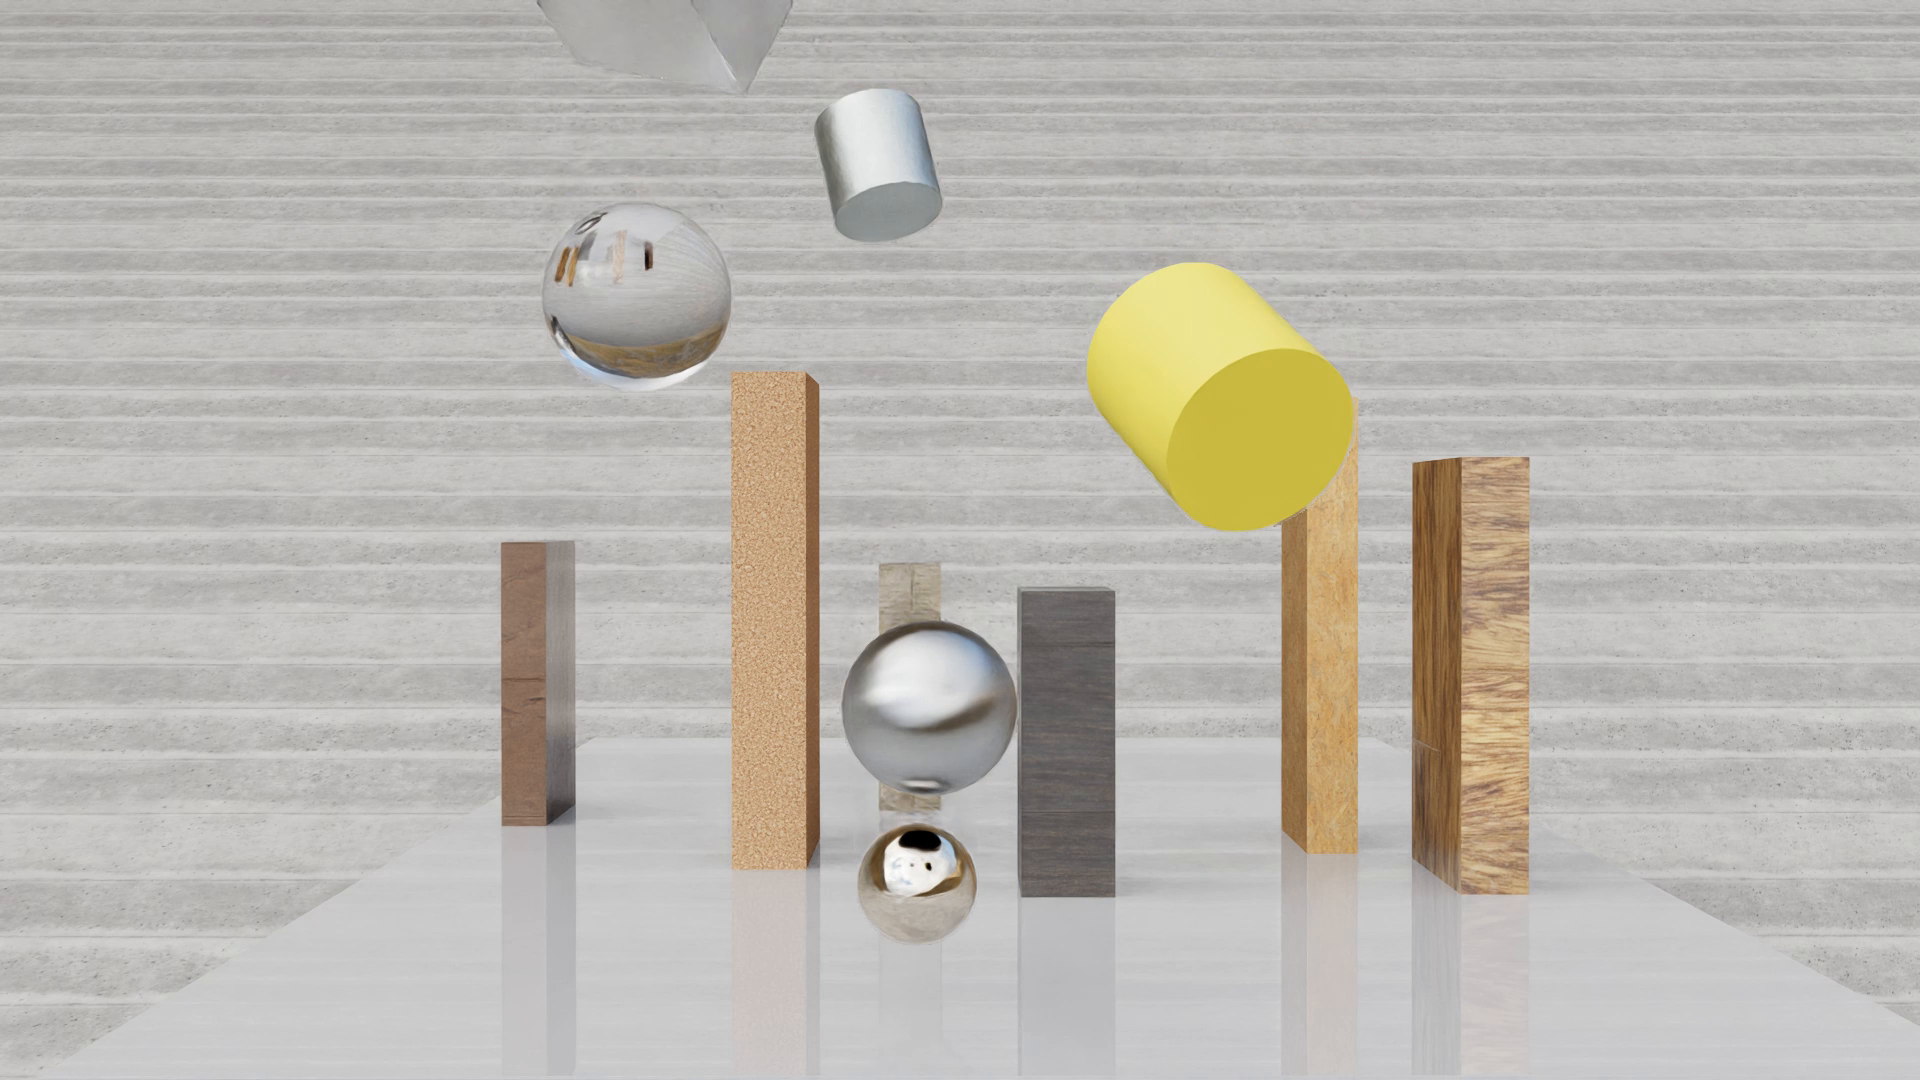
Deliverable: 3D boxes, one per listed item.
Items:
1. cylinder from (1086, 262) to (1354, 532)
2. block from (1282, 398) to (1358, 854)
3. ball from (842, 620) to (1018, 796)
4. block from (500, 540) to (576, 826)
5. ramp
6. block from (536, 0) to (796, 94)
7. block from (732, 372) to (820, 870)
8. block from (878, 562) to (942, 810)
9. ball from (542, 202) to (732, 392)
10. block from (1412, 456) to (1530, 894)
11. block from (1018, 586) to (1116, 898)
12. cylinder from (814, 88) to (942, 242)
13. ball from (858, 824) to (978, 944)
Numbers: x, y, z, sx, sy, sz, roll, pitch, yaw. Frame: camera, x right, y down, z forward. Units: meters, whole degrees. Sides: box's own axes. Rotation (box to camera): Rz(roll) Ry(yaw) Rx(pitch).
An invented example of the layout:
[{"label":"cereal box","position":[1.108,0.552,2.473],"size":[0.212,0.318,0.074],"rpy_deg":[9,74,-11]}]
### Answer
[{"label":"cylinder","position":[0.249,-0.140,2.500],"size":[0.194,0.194,0.194],"rpy_deg":[-10,33,-17]},{"label":"block","position":[0.625,0.142,4.511],"size":[0.085,0.766,0.344],"rpy_deg":[0,1,0]},{"label":"ball","position":[-0.036,0.199,3.074],"size":[0.209,0.209,0.209],"rpy_deg":[0,28,0]},{"label":"block","position":[-0.799,0.262,4.913],"size":[0.082,0.520,0.365],"rpy_deg":[0,1,0]},{"label":"ramp","position":[0.064,0.575,4.618],"size":[2.000,0.100,4.000],"rpy_deg":[0,1,0]},{"label":"block","position":[-0.242,-0.497,2.115],"size":[0.170,0.170,0.170],"rpy_deg":[15,67,26]},{"label":"block","position":[-0.307,0.128,4.351],"size":[0.120,0.799,0.411],"rpy_deg":[0,1,0]},{"label":"block","position":[-0.097,0.283,5.133],"size":[0.120,0.474,0.297],"rpy_deg":[0,1,0]},{"label":"ball","position":[-0.313,-0.236,2.507],"size":[0.184,0.184,0.184],"rpy_deg":[0,28,0]},{"label":"block","position":[0.801,0.201,4.078],"size":[0.101,0.655,0.422],"rpy_deg":[0,1,0]},{"label":"block","position":[0.161,0.303,3.969],"size":[0.140,0.456,0.255],"rpy_deg":[0,1,0]},{"label":"cylinder","position":[-0.089,-0.408,2.820],"size":[0.120,0.120,0.120],"rpy_deg":[-7,66,-13]},{"label":"ball","position":[-0.051,0.412,3.101],"size":[0.144,0.144,0.144],"rpy_deg":[0,28,0]}]
